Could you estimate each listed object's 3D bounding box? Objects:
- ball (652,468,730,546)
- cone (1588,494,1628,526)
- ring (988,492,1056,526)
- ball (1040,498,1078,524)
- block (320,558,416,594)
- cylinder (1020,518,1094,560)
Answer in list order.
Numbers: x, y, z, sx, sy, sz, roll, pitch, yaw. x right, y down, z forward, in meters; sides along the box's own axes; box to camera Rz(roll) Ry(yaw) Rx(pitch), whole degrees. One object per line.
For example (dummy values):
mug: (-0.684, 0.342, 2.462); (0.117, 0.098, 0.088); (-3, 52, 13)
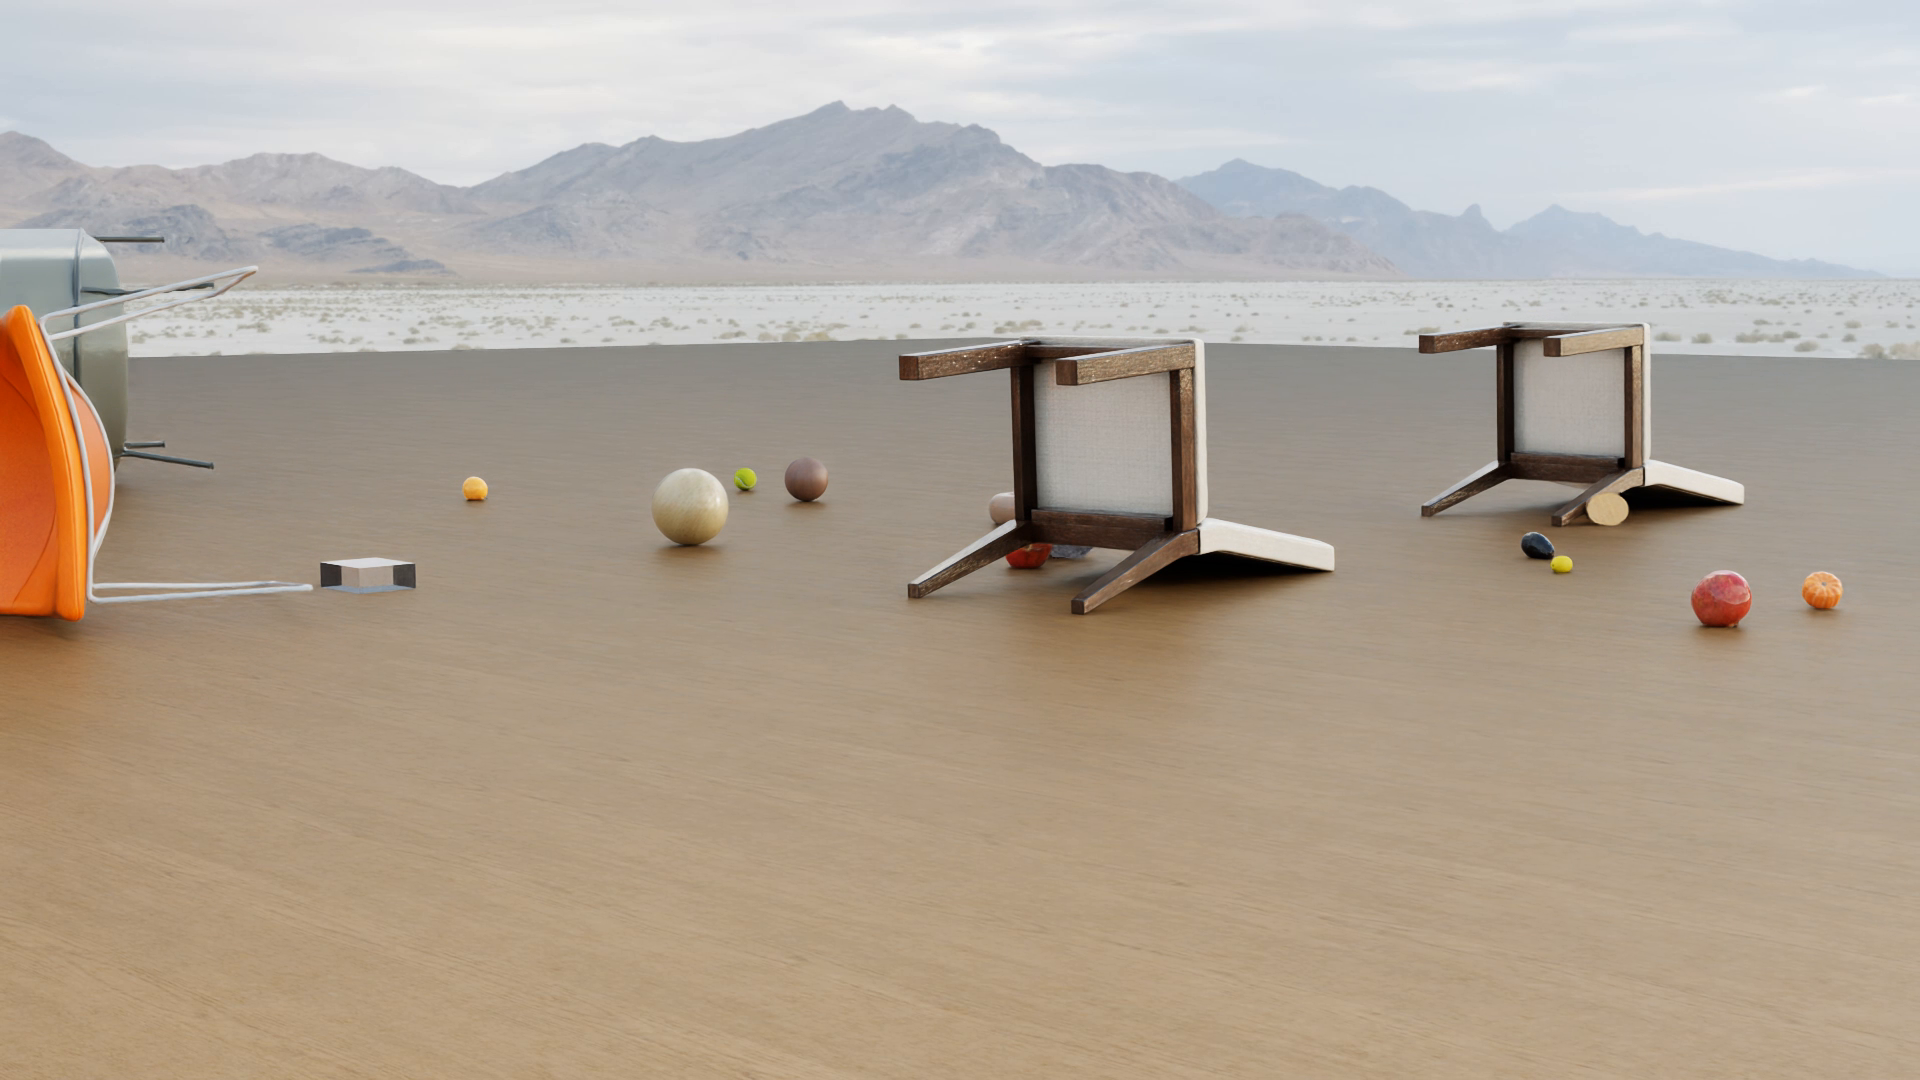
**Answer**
ball: (-0.660, -0.081, 6.277); (0.189, 0.189, 0.189); (0, 6, 0)
cone: (1.720, -0.064, 6.837); (0.110, 0.094, 0.080); (-13, -25, -2)
ring: (0.173, -0.082, 6.817); (0.199, 0.082, 0.140); (1, 8, 18)
ball: (0.250, -0.058, 6.495); (0.097, 0.097, 0.097); (0, 6, 0)
block: (-1.252, 0.075, 5.427); (0.135, 0.053, 0.157); (-6, 8, -44)
cylinder: (0.228, -0.005, 6.060); (0.132, 0.081, 0.191); (-2, 6, -13)
